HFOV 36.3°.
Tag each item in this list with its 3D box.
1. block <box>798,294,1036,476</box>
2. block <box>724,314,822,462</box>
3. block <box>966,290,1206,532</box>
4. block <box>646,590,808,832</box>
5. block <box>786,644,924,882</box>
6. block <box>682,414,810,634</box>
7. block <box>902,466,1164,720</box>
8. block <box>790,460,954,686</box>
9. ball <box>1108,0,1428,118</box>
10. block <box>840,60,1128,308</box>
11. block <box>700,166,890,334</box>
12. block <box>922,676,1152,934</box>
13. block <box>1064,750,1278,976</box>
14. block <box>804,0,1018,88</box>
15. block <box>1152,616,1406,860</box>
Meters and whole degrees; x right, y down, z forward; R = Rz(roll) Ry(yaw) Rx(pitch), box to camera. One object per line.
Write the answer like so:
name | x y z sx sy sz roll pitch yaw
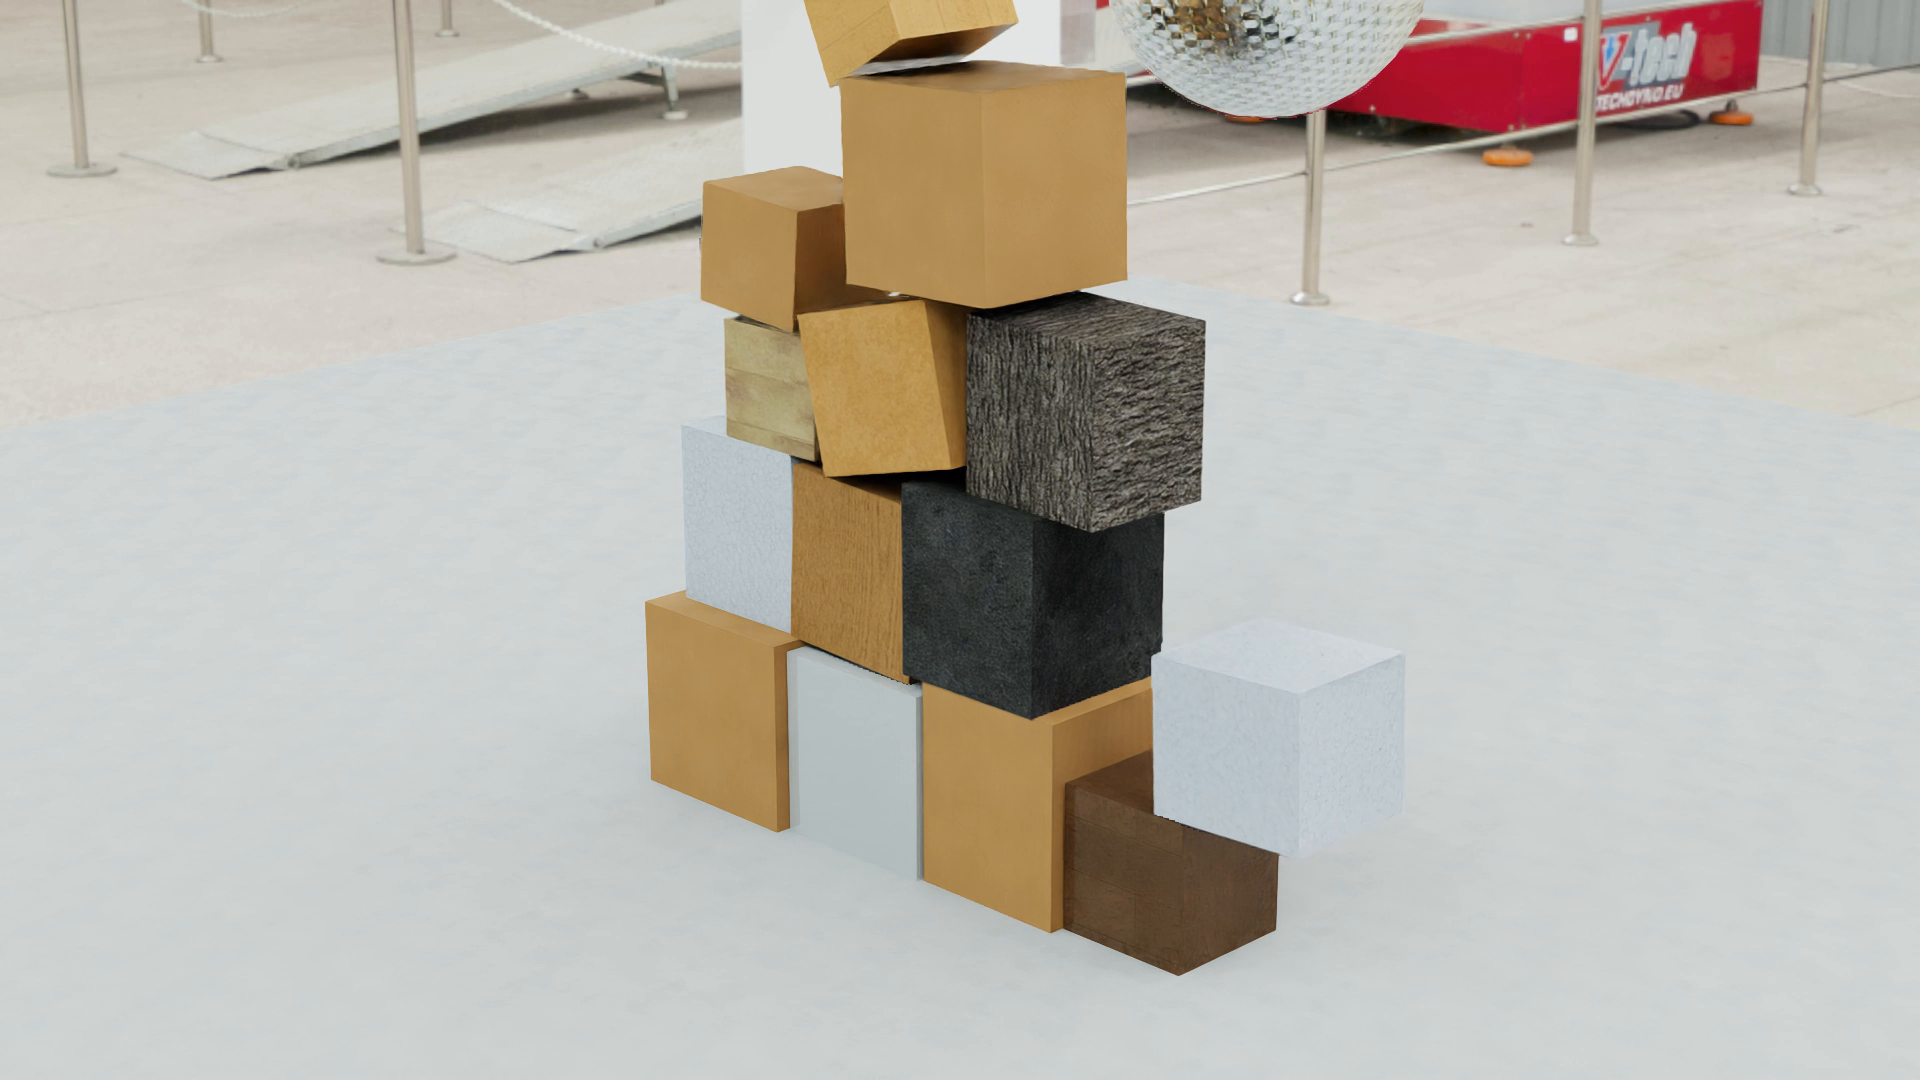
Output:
block | -0.110 -0.737 13.210 0.772 0.744 0.847 -16 9 -42
block | -0.643 -0.768 13.799 0.680 0.570 0.623 -16 24 -42
block | 0.534 -0.566 12.568 0.667 0.797 0.772 -16 24 -40
block | -0.828 0.733 14.454 1.053 0.935 0.943 -17 24 -42
block | -0.176 0.943 13.849 0.926 0.896 0.864 -17 24 -42
block | -0.813 -0.130 14.178 0.786 0.876 0.703 17 24 42
block | 0.324 0.173 13.038 0.845 0.893 0.799 -17 24 -42
block | -0.234 0.076 13.639 0.751 0.843 0.799 -17 27 -42
ball | 1.467 -2.822 13.992 1.600 1.600 1.600 0 17 0
block | 0.106 -1.569 12.757 0.850 0.901 0.897 -15 21 -40
block | -0.763 -1.371 13.734 0.647 0.571 0.613 22 27 40
block | 0.414 1.085 13.258 0.845 0.977 0.796 -17 24 -42
block | 0.922 1.383 12.791 0.652 0.691 0.670 -17 24 -42
block | -0.254 -2.445 12.879 0.636 0.667 0.622 -15 -4 -34
block | 1.328 0.810 12.230 0.779 0.704 0.697 13 22 43
